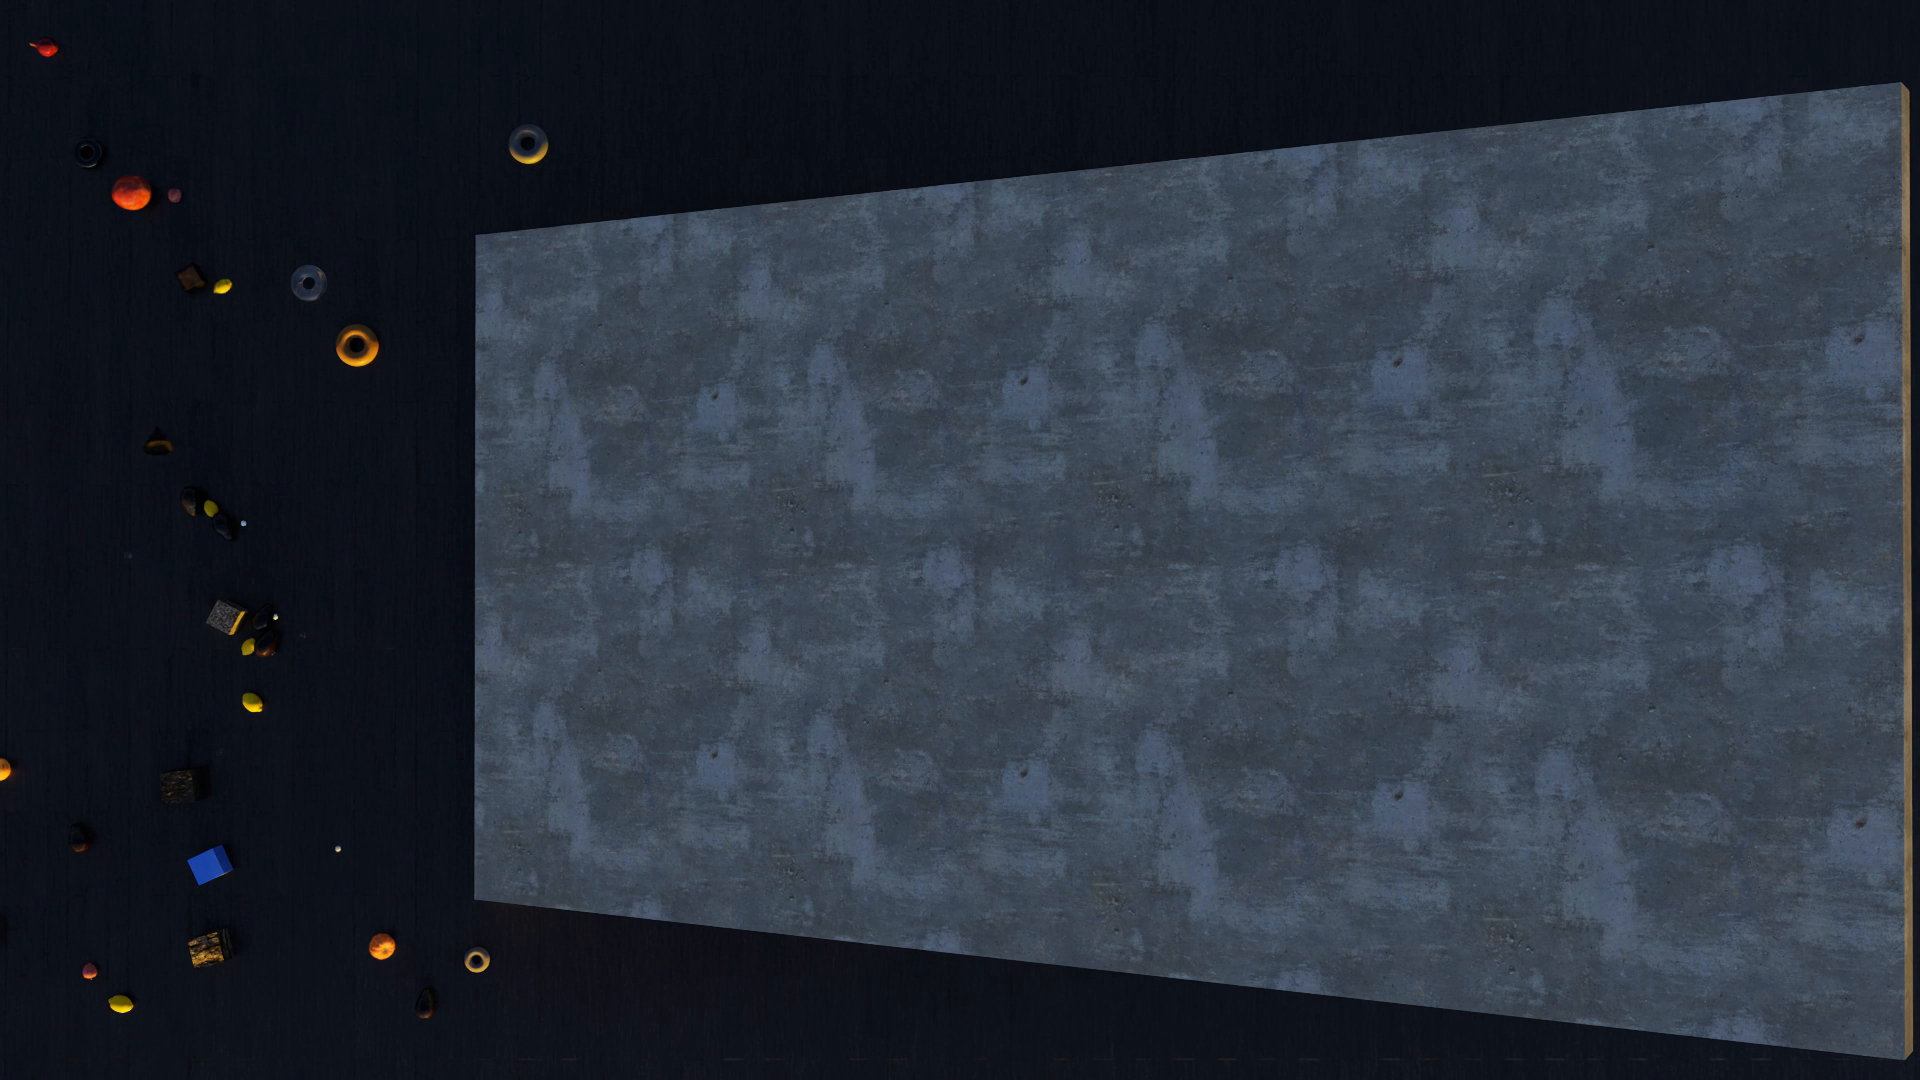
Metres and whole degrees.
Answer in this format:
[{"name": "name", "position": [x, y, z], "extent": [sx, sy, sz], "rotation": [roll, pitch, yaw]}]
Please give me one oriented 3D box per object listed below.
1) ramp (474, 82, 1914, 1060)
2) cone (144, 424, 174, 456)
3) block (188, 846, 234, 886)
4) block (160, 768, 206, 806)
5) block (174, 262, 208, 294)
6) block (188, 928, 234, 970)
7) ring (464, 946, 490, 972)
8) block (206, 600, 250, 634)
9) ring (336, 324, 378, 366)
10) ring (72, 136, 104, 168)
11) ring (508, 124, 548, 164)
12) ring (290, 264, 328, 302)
[{"name": "ramp", "position": [0.261, 0.072, 5.602], "extent": [4.000, 0.100, 2.000], "rotation": [0, 89, 32]}, {"name": "cone", "position": [-2.441, -0.315, 6.691], "extent": [0.085, 0.085, 0.085], "rotation": [-14, 63, 0]}, {"name": "block", "position": [-2.269, 0.984, 6.656], "extent": [0.084, 0.084, 0.084], "rotation": [-25, 90, 0]}, {"name": "block", "position": [-2.352, 0.744, 6.652], "extent": [0.097, 0.097, 0.097], "rotation": [-6, 89, 0]}, {"name": "block", "position": [-2.336, -0.795, 6.682], "extent": [0.063, 0.063, 0.063], "rotation": [-30, 90, 0]}, {"name": "block", "position": [-2.265, 1.235, 6.650], "extent": [0.092, 0.092, 0.092], "rotation": [-15, 90, 0]}, {"name": "ring", "position": [-1.467, 1.275, 6.683], "extent": [0.078, 0.026, 0.078], "rotation": [0, 90, 1]}, {"name": "block", "position": [-2.220, 0.233, 6.666], "extent": [0.079, 0.079, 0.079], "rotation": [28, 90, 0]}, {"name": "ring", "position": [-1.834, -0.593, 6.691], "extent": [0.130, 0.043, 0.130], "rotation": [0, 90, -1]}, {"name": "ring", "position": [-2.658, -1.180, 6.701], "extent": [0.098, 0.033, 0.098], "rotation": [0, 91, 1]}, {"name": "ring", "position": [-1.315, -1.207, 6.698], "extent": [0.122, 0.041, 0.122], "rotation": [0, 88, 0]}, {"name": "ring", "position": [-1.982, -0.782, 6.696], "extent": [0.111, 0.037, 0.111], "rotation": [0, 91, 0]}]
